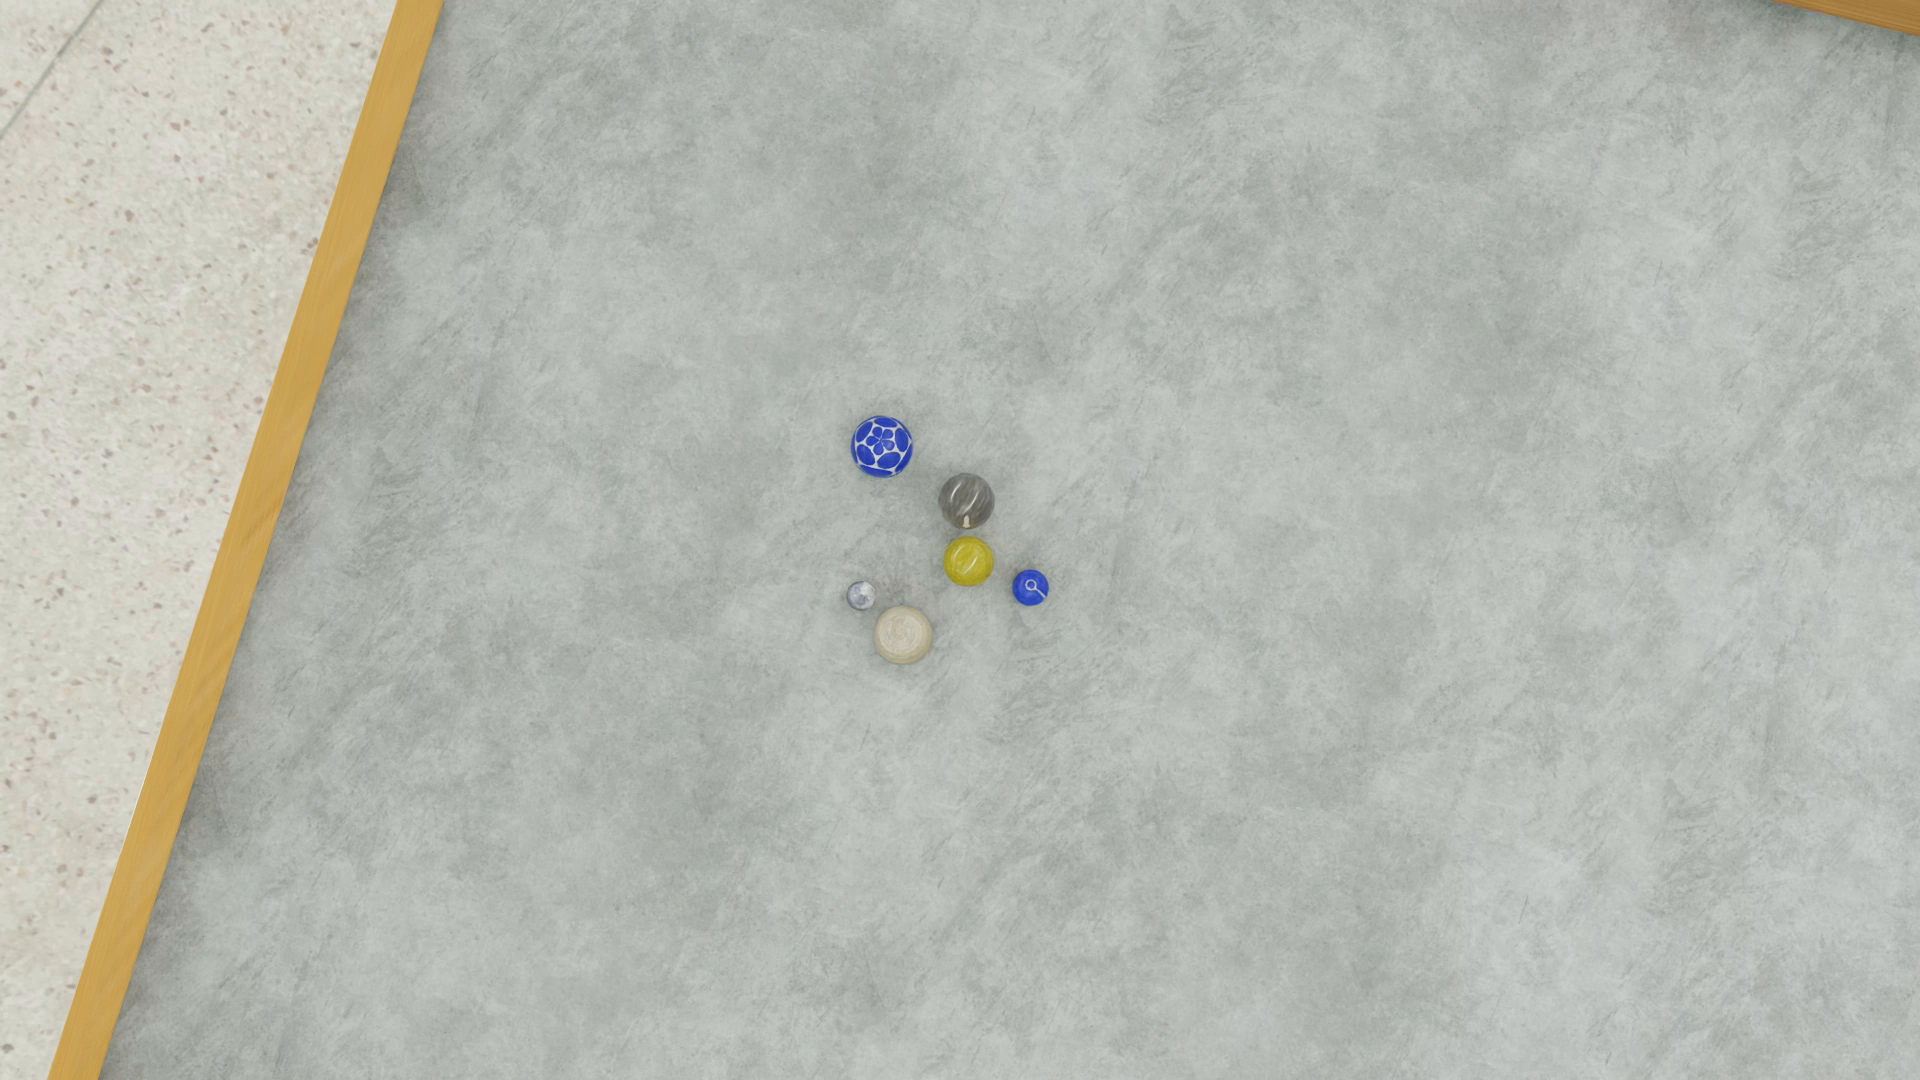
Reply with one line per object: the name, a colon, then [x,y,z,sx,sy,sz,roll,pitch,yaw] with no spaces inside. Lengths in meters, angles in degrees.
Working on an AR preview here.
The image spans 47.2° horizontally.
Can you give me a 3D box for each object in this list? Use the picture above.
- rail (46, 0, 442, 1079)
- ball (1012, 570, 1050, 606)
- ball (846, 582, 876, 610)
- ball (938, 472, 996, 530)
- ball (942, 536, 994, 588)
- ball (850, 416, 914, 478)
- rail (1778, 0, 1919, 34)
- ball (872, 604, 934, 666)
rail: [-0.977,-0.255,3.301,0.045,0.129,2.362,14,80,3]
ball: [0.105,0.071,3.280,0.056,0.056,0.056,0,80,0]
ball: [-0.148,0.083,3.284,0.044,0.044,0.044,0,80,0]
ball: [0.010,-0.058,3.289,0.086,0.086,0.086,0,80,0]
ball: [0.012,0.032,3.277,0.077,0.077,0.077,0,80,0]
ball: [-0.117,-0.140,3.299,0.095,0.095,0.095,0,80,0]
rail: [1.291,-0.851,3.409,4.134,0.129,0.045,14,80,3]
ball: [-0.085,0.141,3.250,0.090,0.090,0.090,0,80,0]
